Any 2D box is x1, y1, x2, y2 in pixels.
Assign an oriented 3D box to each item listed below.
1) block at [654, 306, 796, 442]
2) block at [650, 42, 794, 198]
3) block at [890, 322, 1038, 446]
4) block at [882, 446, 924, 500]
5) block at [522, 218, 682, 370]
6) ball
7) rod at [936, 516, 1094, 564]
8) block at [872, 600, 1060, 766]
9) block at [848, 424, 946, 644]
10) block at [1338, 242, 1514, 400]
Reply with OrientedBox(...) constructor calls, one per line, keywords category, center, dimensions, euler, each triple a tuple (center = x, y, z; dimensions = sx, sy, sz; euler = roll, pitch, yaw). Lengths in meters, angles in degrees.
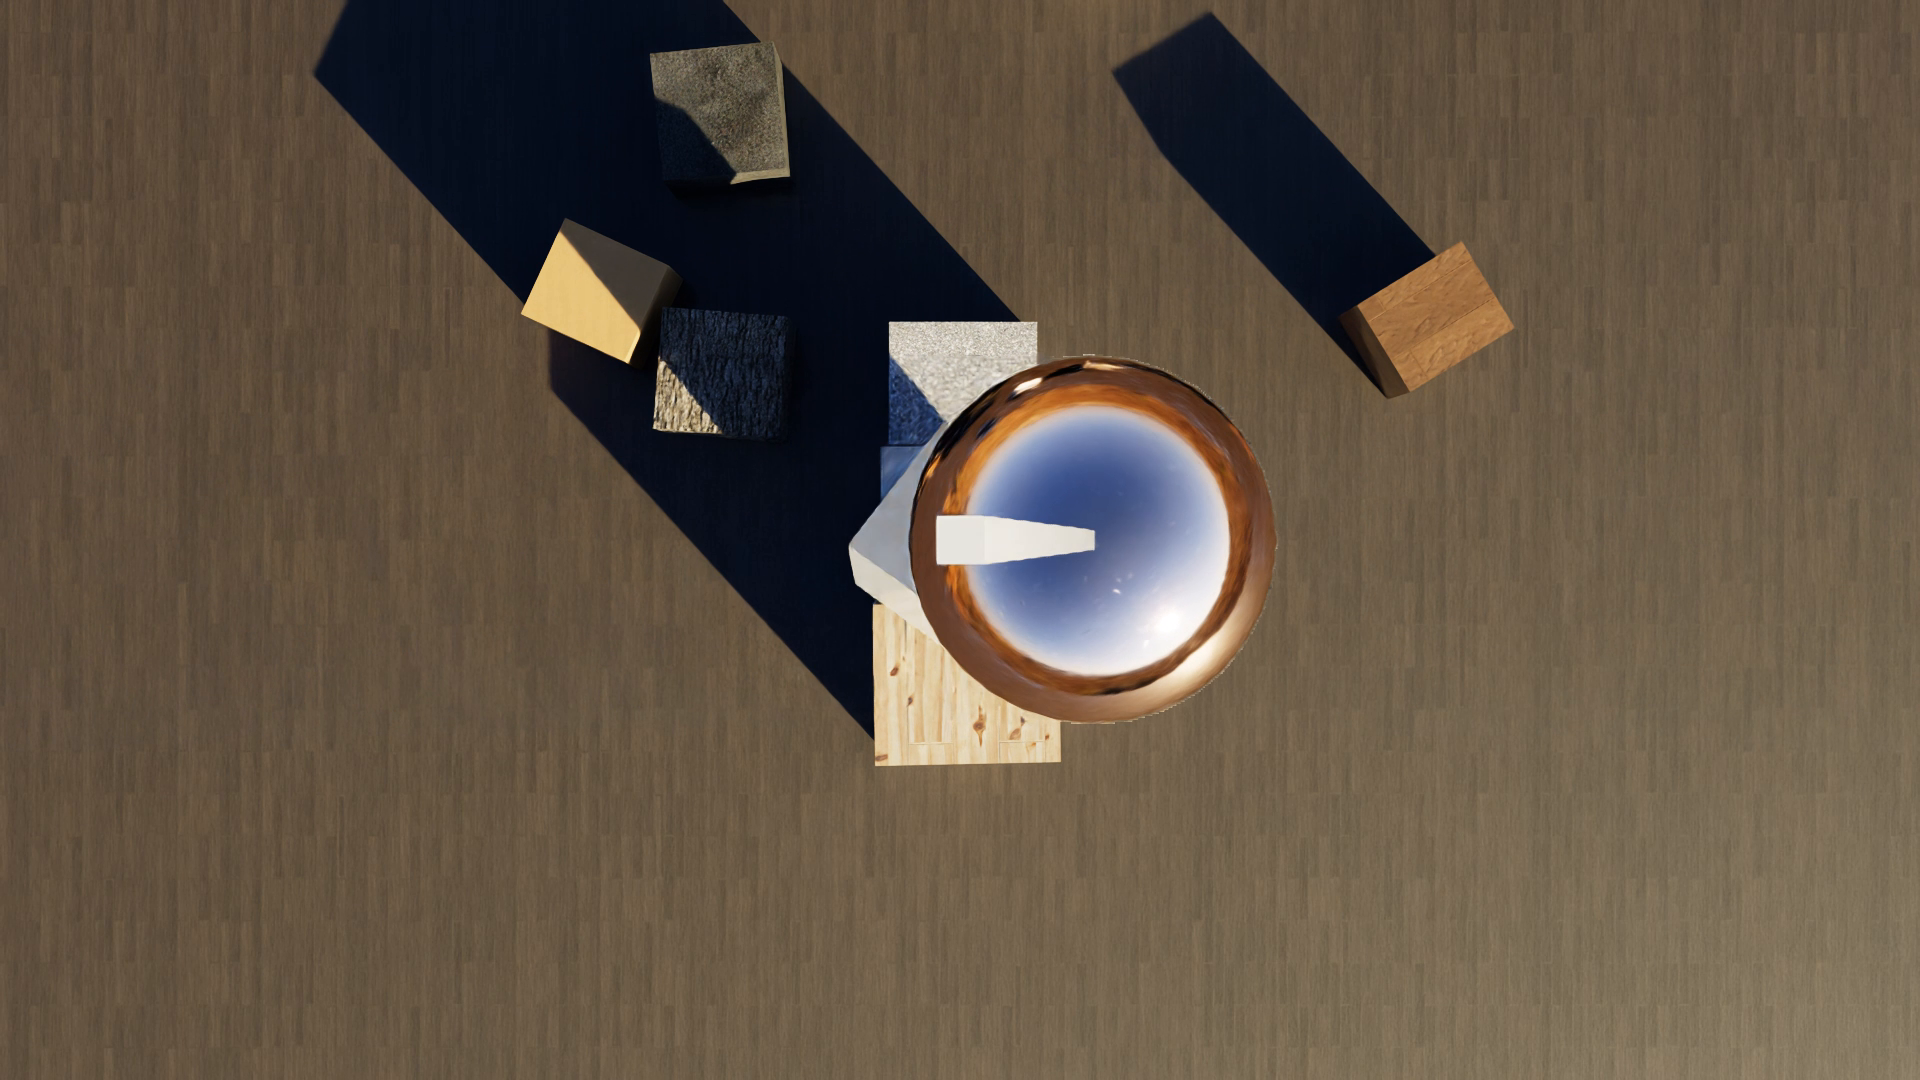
OrientedBox(category="block", center=(-1.348, -0.944, 12.692), dimensions=(0.710, 0.616, 0.686), euler=(5, 90, 0))
OrientedBox(category="block", center=(-1.363, -2.415, 12.689), dimensions=(0.698, 0.621, 0.719), euler=(-6, 90, 0))
OrientedBox(category="block", center=(0.017, -0.875, 12.630), dimensions=(0.825, 0.739, 0.682), euler=(0, 90, 0))
OrientedBox(category="block", center=(-0.012, -0.103, 12.623), dimensions=(0.852, 0.754, 0.844), euler=(0, 90, 0))
OrientedBox(category="block", center=(-2.048, -1.404, 12.664), dimensions=(0.638, 0.671, 0.593), euler=(25, 90, 0))
OrientedBox(category="ball", center=(0.573, 0.000, 9.594), dimensions=(1.600, 1.600, 1.600), euler=(0, 90, 0))
OrientedBox(category="rod", center=(0.248, 0.000, 6.209), dimensions=(0.080, 5.200, 0.080), euler=(0, 90, 5))
OrientedBox(category="block", center=(0.035, 0.782, 12.517), dimensions=(1.014, 0.965, 0.887), euler=(-1, 90, 0))
OrientedBox(category="block", center=(-0.031, 0.028, 11.716), dimensions=(0.748, 0.783, 0.825), euler=(35, 77, 10))
OrientedBox(category="block", center=(2.671, -1.255, 12.672), dimensions=(0.688, 0.657, 0.573), euler=(-31, 90, 0))
